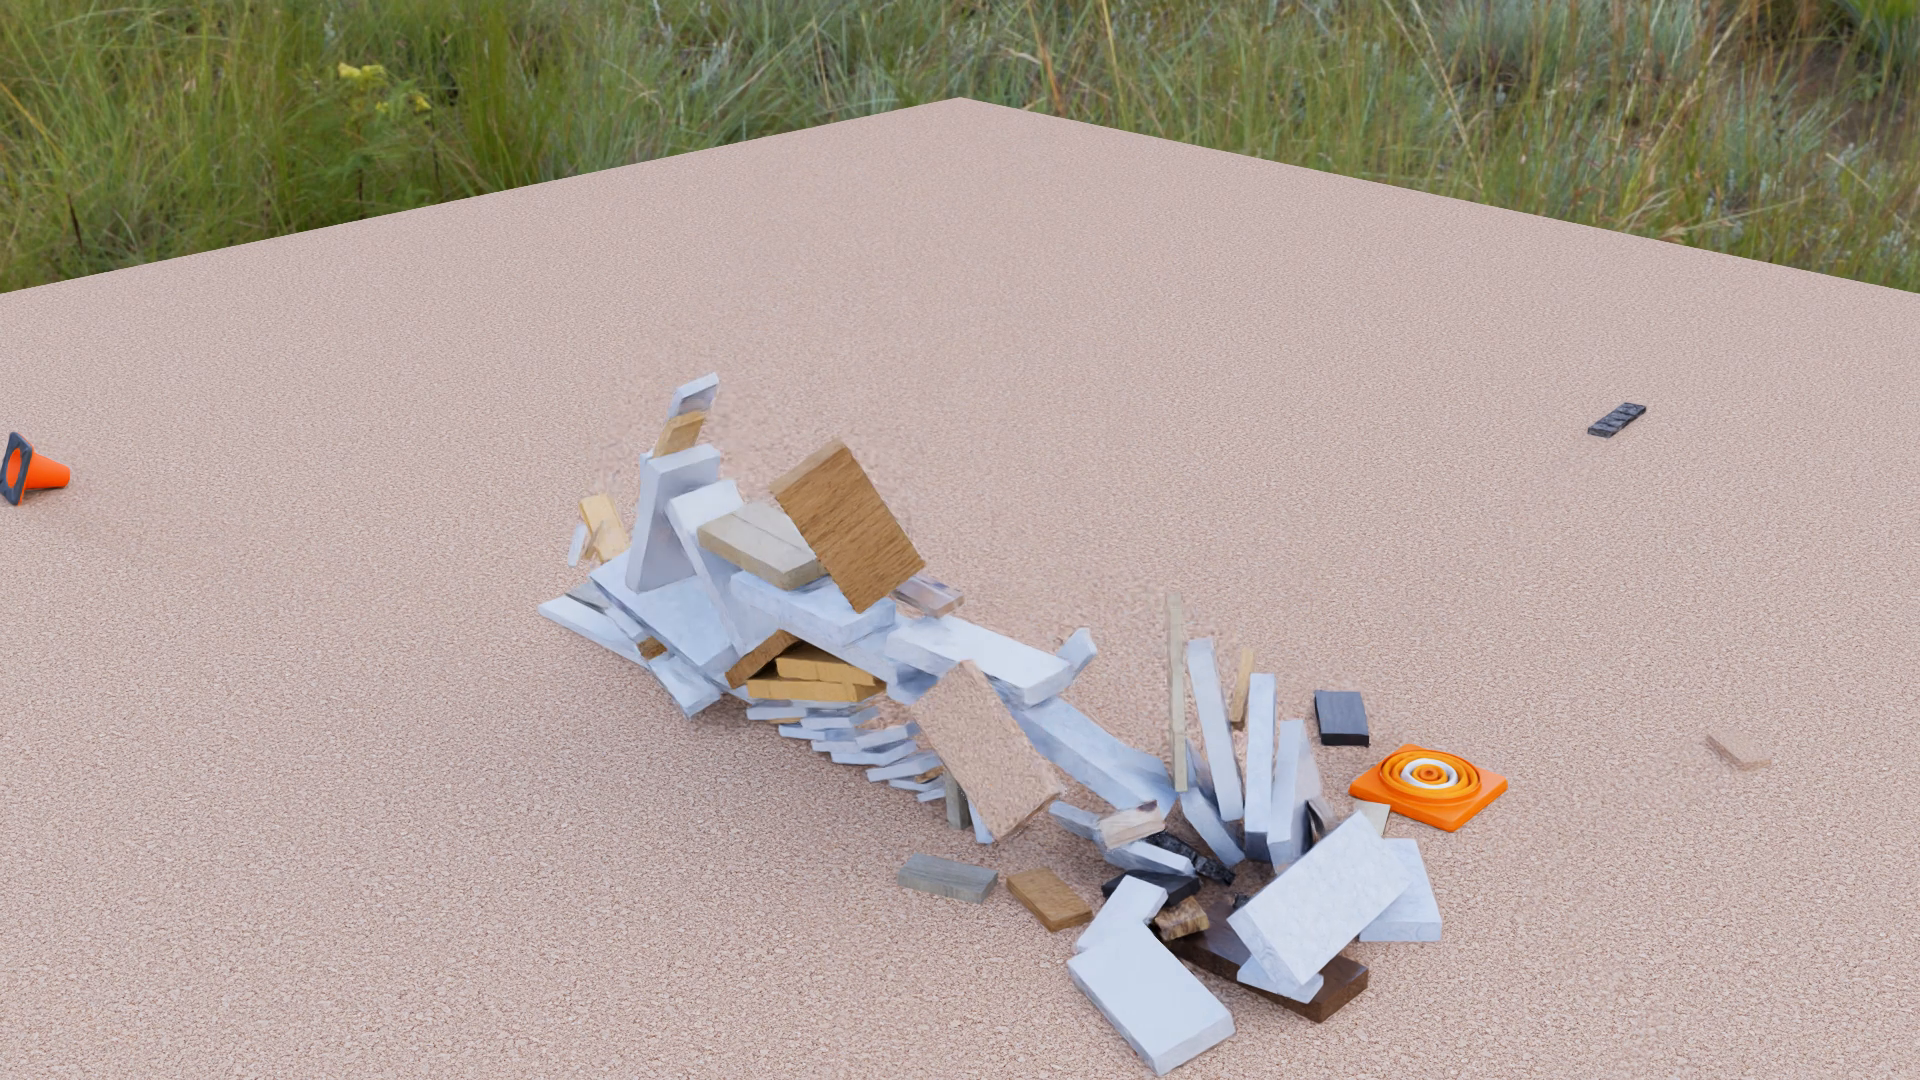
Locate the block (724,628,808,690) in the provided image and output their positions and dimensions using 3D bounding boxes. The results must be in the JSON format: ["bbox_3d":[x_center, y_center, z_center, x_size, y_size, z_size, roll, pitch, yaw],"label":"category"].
[{"bbox_3d":[-0.381,0.233,4.744,0.144,0.041,0.289,-22,-10,-39],"label":"block"}]

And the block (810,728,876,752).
[{"bbox_3d":[-0.235,0.423,4.651,0.080,0.023,0.160,-21,11,-40],"label":"block"}]

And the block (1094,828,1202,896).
[{"bbox_3d":[0.358,0.612,4.194,0.199,0.099,0.028,16,62,33],"label":"block"}]

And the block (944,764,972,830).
[{"bbox_3d":[0.021,0.450,4.397,0.033,0.236,0.118,13,26,41],"label":"block"}]

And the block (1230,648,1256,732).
[{"bbox_3d":[0.561,0.296,4.353,0.021,0.149,0.075,8,-17,14],"label":"block"}]

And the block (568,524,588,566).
[{"bbox_3d":[-0.901,0.010,5.178,0.014,0.096,0.048,16,0,-21],"label":"block"}]

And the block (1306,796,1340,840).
[{"bbox_3d":[0.708,0.562,4.224,0.029,0.102,0.203,-18,4,2],"label":"block"}]

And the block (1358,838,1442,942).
[{"bbox_3d":[0.809,0.658,4.156,0.148,0.042,0.295,1,23,1],"label":"block"}]

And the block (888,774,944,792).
[{"bbox_3d":[-0.086,0.495,4.530,0.059,0.017,0.119,-21,14,-39],"label":"block"}]

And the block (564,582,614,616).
[{"bbox_3d":[-0.884,0.146,5.388,0.159,0.023,0.080,18,29,35],"label":"block"}]

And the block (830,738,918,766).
[{"bbox_3d":[-0.181,0.442,4.614,0.090,0.025,0.179,-21,12,-40],"label":"block"}]

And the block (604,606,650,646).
[{"bbox_3d":[-0.751,0.182,5.082,0.084,0.024,0.167,-33,34,-16],"label":"block"}]

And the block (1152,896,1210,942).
[{"bbox_3d":[0.395,0.686,4.029,0.086,0.024,0.172,-16,8,-4],"label":"block"}]

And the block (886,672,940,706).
[{"bbox_3d":[-0.028,0.310,4.401,0.118,0.033,0.236,-18,22,-35],"label":"block"}]

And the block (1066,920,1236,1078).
[{"bbox_3d":[0.326,0.786,3.792,0.154,0.044,0.308,-26,31,-15],"label":"block"}]

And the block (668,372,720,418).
[{"bbox_3d":[-0.567,-0.301,4.684,0.086,0.024,0.173,-25,-8,-20],"label":"block"}]

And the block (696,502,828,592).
[{"bbox_3d":[-0.398,0.011,4.638,0.160,0.045,0.320,-25,33,-33],"label":"block"}]

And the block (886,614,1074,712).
[{"bbox_3d":[0.037,0.235,4.340,0.334,0.047,0.167,20,26,31],"label":"block"}]

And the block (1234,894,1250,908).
[{"bbox_3d":[0.595,0.697,4.033,0.172,0.024,0.086,20,-2,38],"label":"block"}]

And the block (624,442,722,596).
[{"bbox_3d":[-0.636,-0.046,4.870,0.169,0.338,0.048,-20,49,-41],"label":"block"}]

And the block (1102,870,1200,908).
[{"bbox_3d":[0.358,0.652,4.125,0.086,0.024,0.172,-21,13,-40],"label":"block"}]

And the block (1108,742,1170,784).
[{"bbox_3d":[0.350,0.437,4.294,0.119,0.017,0.059,21,26,-26],"label":"block"}]

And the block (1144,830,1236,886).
[{"bbox_3d":[0.430,0.601,4.239,0.099,0.028,0.199,31,-2,-42],"label":"block"}]

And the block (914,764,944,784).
[{"bbox_3d":[-0.034,0.463,4.450,0.059,0.017,0.119,-22,-4,-43],"label":"block"}]

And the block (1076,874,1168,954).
[{"bbox_3d":[0.296,0.693,4.006,0.087,0.025,0.174,15,51,36],"label":"block"}]

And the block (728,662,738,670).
[{"bbox_3d":[-0.509,0.266,5.044,0.086,0.024,0.173,2,9,-6],"label":"block"}]

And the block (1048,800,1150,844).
[{"bbox_3d":[0.277,0.568,4.302,0.199,0.099,0.028,17,70,35],"label":"block"}]

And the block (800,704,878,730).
[{"bbox_3d":[-0.255,0.375,4.653,0.080,0.023,0.160,-22,10,-42],"label":"block"}]

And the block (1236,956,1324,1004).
[{"bbox_3d":[0.558,0.763,3.830,0.133,0.019,0.067,14,26,29],"label":"block"}]

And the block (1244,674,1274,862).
[{"bbox_3d":[0.585,0.443,4.287,0.046,0.163,0.327,1,62,9],"label":"block"}]

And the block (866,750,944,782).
[{"bbox_3d":[-0.105,0.463,4.536,0.090,0.025,0.179,-21,4,-40],"label":"block"}]

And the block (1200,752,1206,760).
[{"bbox_3d":[0.484,0.486,4.592,0.068,0.019,0.136,0,23,-1],"label":"block"}]

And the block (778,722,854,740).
[{"bbox_3d":[-0.309,0.403,4.725,0.080,0.023,0.160,-21,14,-40],"label":"block"}]

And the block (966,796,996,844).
[{"bbox_3d":[0.059,0.468,4.357,0.033,0.236,0.118,-2,15,45],"label":"block"}]

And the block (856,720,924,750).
[{"bbox_3d":[-0.127,0.395,4.520,0.090,0.025,0.179,-14,-3,-38],"label":"block"}]

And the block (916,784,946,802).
[{"bbox_3d":[-0.028,0.507,4.472,0.059,0.017,0.119,-22,1,-41],"label":"block"}]
